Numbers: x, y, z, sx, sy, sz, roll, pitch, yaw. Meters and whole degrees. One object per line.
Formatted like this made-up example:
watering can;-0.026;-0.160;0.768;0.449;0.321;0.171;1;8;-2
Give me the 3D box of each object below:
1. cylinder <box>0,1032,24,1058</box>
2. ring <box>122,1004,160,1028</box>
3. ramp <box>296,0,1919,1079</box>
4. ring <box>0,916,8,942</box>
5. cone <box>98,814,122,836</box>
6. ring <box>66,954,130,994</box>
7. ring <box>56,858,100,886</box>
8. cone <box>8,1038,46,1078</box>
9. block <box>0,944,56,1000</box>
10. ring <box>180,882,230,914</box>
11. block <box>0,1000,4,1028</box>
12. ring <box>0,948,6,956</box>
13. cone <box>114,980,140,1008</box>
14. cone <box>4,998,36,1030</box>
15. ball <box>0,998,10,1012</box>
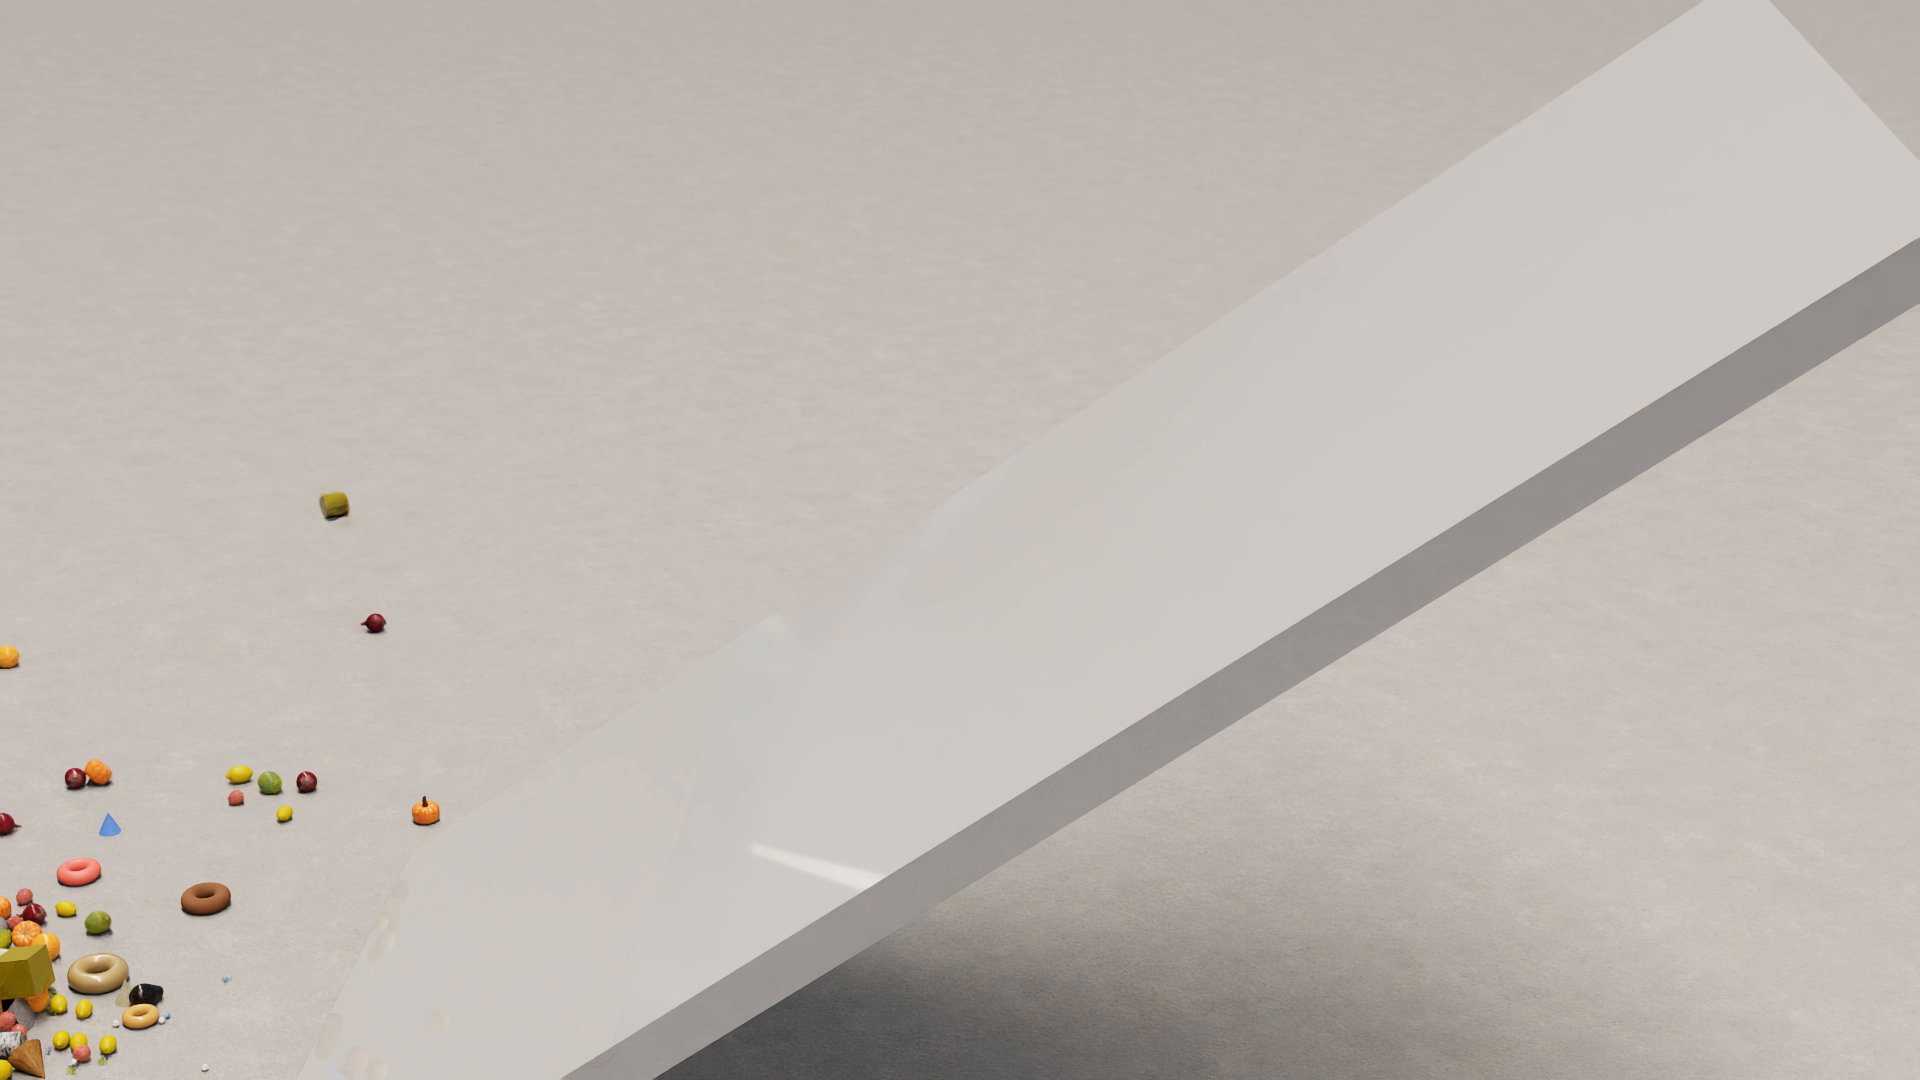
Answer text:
cylinder;-2.251;1.195;6.961;0.060;0.060;0.060;-3;22;-6
ring;-1.981;1.151;7.111;0.089;0.030;0.089;-1;22;1
ramp;0.133;0.176;6.312;4.000;0.100;2.000;-33;16;16
ring;-2.491;0.995;7.478;0.139;0.046;0.139;-1;21;1
cone;-2.321;0.769;8.023;0.060;0.060;0.060;0;22;0
ring;-2.134;1.073;7.281;0.149;0.050;0.149;1;23;0
ring;-2.332;0.878;7.784;0.114;0.038;0.114;-1;22;0
cone;-2.169;1.233;6.895;0.088;0.088;0.088;43;40;22
block;-2.263;1.044;7.110;0.096;0.096;0.096;-7;13;13
ring;-1.960;0.931;7.643;0.128;0.043;0.128;-1;23;0
block;-2.350;1.126;7.023;0.090;0.090;0.090;-13;-10;6
ring;-2.398;1.063;7.309;0.140;0.047;0.140;0;23;0
cone;-2.039;1.102;7.194;0.061;0.061;0.061;0;22;0
cone;-2.290;1.156;7.090;0.082;0.082;0.082;-24;19;12
ball;-2.352;1.111;7.121;0.097;0.097;0.097;0;22;0
